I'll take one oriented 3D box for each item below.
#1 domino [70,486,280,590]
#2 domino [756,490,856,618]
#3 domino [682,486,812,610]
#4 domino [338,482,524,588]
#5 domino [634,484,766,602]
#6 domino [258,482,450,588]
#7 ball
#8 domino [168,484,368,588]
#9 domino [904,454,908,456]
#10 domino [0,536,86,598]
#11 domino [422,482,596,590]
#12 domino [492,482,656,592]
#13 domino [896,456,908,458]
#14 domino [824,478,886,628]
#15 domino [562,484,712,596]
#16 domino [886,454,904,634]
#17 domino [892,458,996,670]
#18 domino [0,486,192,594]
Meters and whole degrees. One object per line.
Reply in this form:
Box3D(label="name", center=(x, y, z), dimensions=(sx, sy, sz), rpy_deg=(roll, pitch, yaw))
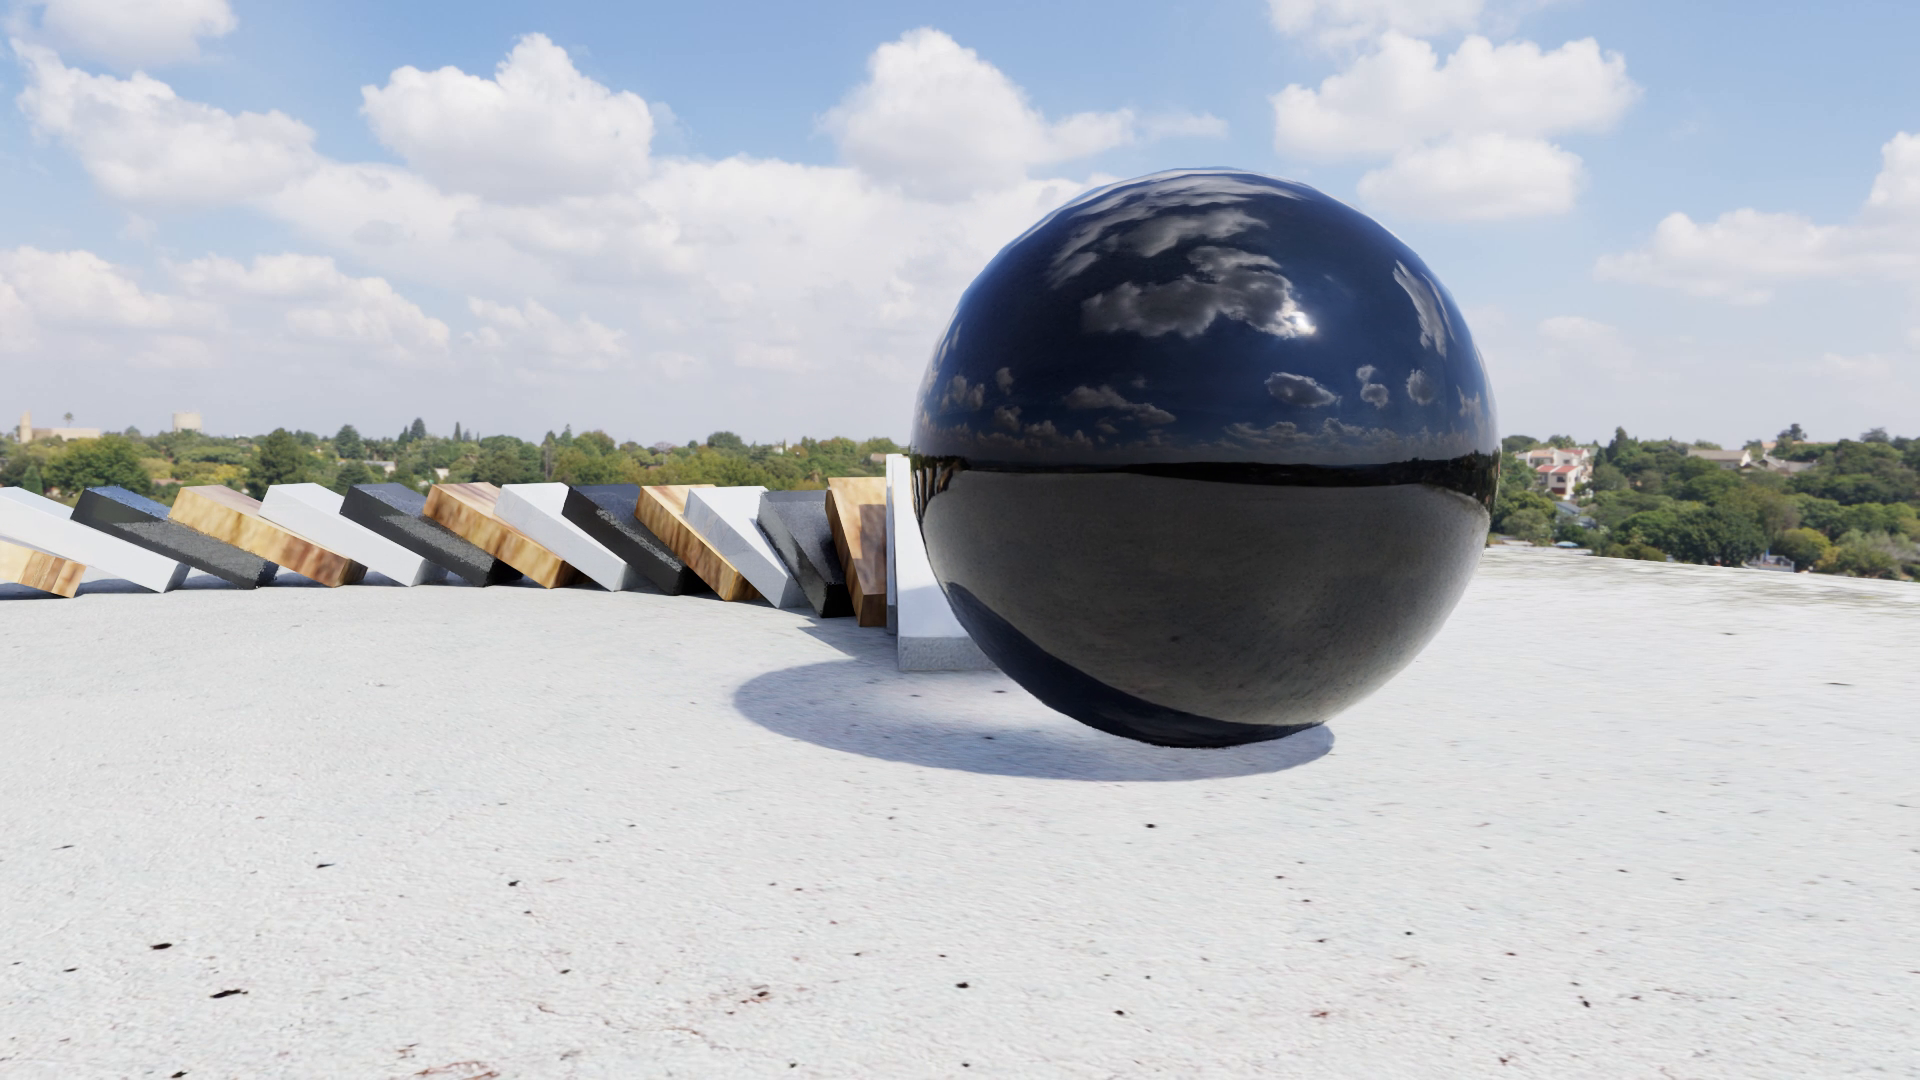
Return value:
Box3D(label="domino", center=(-0.230, -0.001, 0.379), dimensions=(0.050, 0.009, 0.025), rpy_deg=(25, -3, -16))
Box3D(label="domino", center=(-0.033, 0.003, 0.336), dimensions=(0.025, 0.009, 0.050), rpy_deg=(-2, 30, -29))
Box3D(label="domino", center=(-0.052, 0.001, 0.353), dimensions=(0.025, 0.010, 0.050), rpy_deg=(-4, 32, -44))
Box3D(label="domino", center=(-0.160, -0.002, 0.394), dimensions=(0.050, 0.009, 0.025), rpy_deg=(26, 7, 5))
Box3D(label="domino", center=(-0.069, 0.000, 0.368), dimensions=(0.025, 0.009, 0.050), rpy_deg=(-4, 32, -46))
Box3D(label="domino", center=(-0.183, -0.002, 0.393), dimensions=(0.050, 0.009, 0.025), rpy_deg=(26, 4, -1))
Box3D(label="ball", center=(0.033, -0.011, 0.181), dimensions=(0.080, 0.080, 0.080), rpy_deg=(0, 4, 0))
Box3D(label="domino", center=(-0.207, -0.001, 0.388), dimensions=(0.050, 0.009, 0.025), rpy_deg=(25, 1, -8))
Box3D(label="domino", center=(0.000, 0.001, 0.287), dimensions=(0.025, 0.009, 0.050), rpy_deg=(1, 45, -4))
Box3D(label="domino", center=(-0.269, 0.002, 0.350), dimensions=(0.050, 0.009, 0.025), rpy_deg=(25, -11, -35))
Box3D(label="domino", center=(-0.136, -0.002, 0.393), dimensions=(0.050, 0.009, 0.025), rpy_deg=(28, 12, 15))
Box3D(label="domino", center=(-0.113, -0.002, 0.387), dimensions=(0.050, 0.009, 0.025), rpy_deg=(29, 15, 20))
Box3D(label="domino", center=(-0.001, 0.002, 0.272), dimensions=(0.025, 0.009, 0.050), rpy_deg=(0, 45, -5))
Box3D(label="domino", center=(-0.017, 0.002, 0.319), dimensions=(0.025, 0.009, 0.050), rpy_deg=(-1, 35, -16))
Box3D(label="domino", center=(-0.091, -0.001, 0.379), dimensions=(0.050, 0.009, 0.025), rpy_deg=(32, 20, 27))
Box3D(label="domino", center=(-0.005, 0.000, 0.301), dimensions=(0.025, 0.009, 0.050), rpy_deg=(0, 45, -4))
Box3D(label="domino", center=(-0.001, 0.003, 0.257), dimensions=(0.025, 0.009, 0.050), rpy_deg=(0, 45, -5))
Box3D(label="domino", center=(-0.251, 0.000, 0.369), dimensions=(0.050, 0.010, 0.025), rpy_deg=(26, -5, -20))
